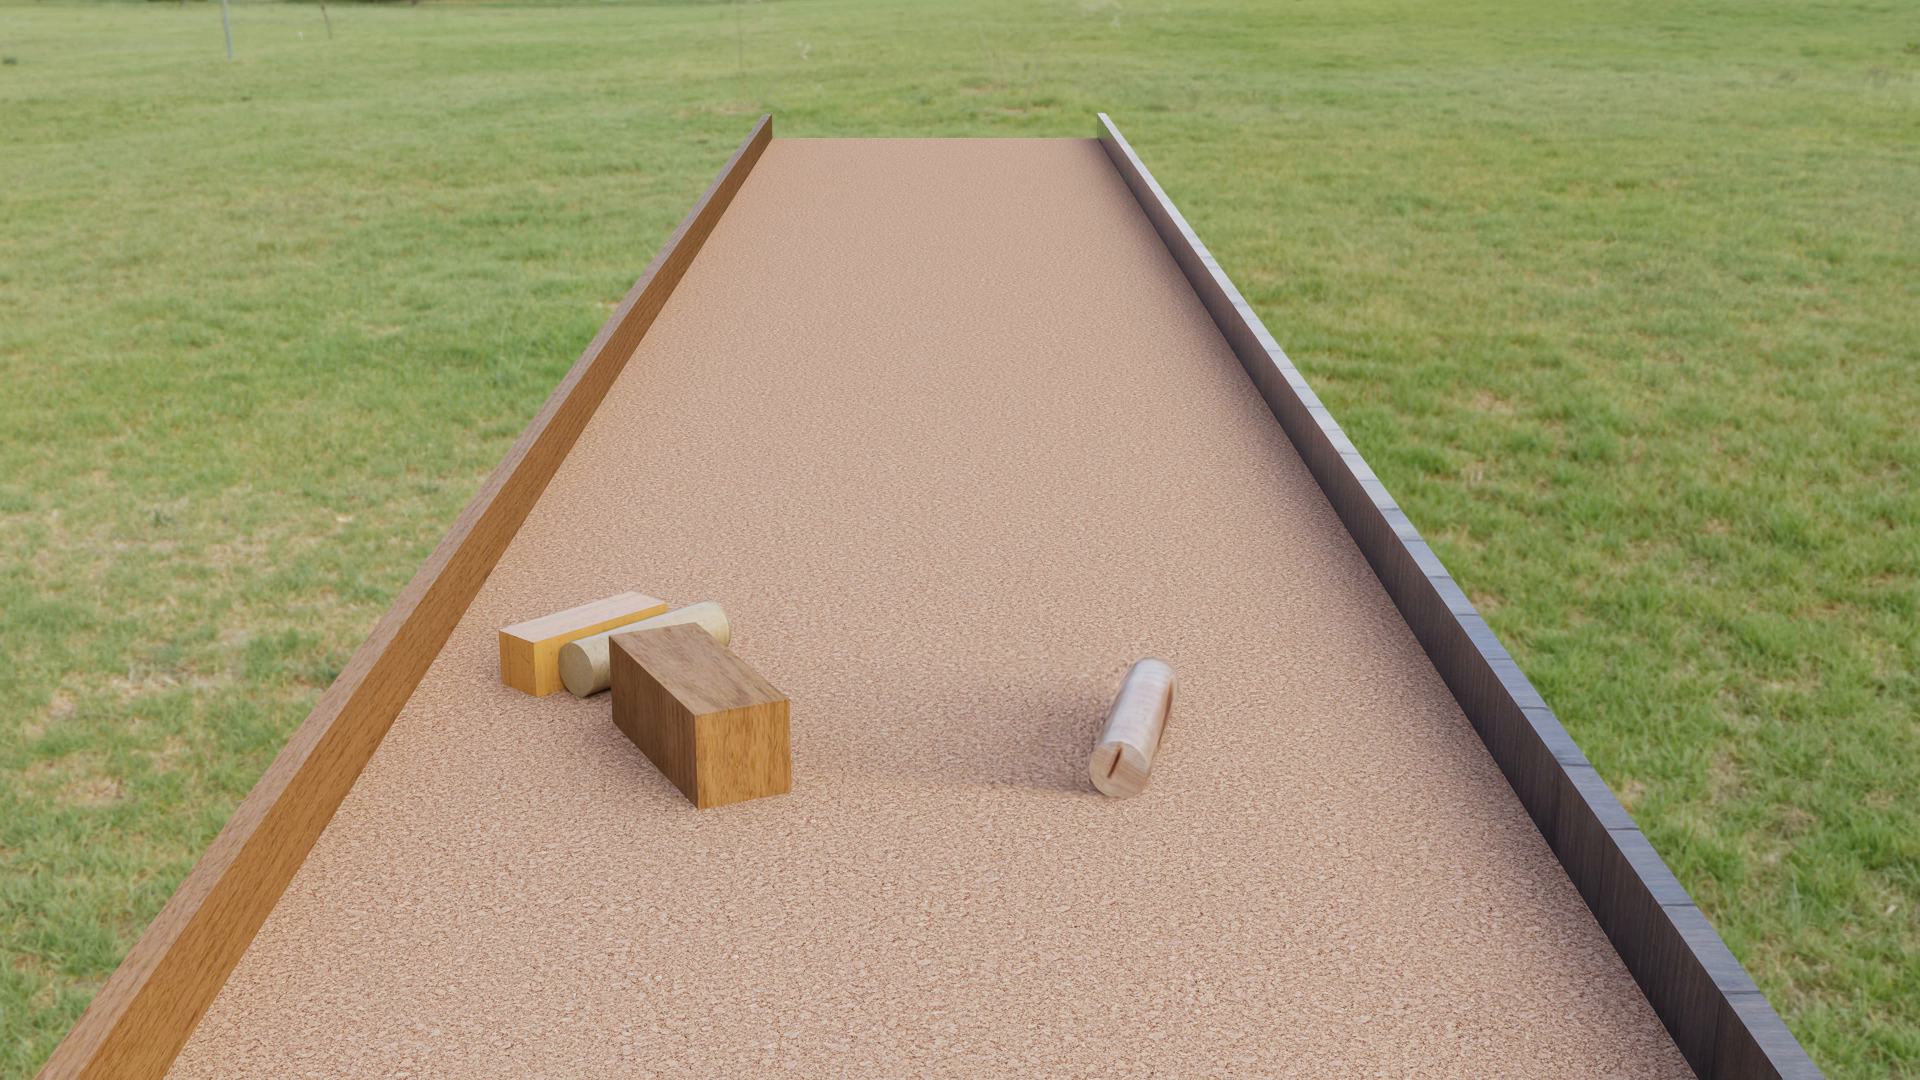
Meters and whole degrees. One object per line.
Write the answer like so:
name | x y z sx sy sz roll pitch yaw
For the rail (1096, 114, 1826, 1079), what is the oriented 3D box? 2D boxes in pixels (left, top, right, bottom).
rail | 0.932 -0.844 7.801 0.050 0.150 12.000 0 17 -1

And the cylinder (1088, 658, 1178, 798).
cylinder | 0.315 0.330 3.939 0.102 0.102 0.434 4 17 12

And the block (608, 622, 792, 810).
block | -0.468 0.304 3.907 0.170 0.170 0.457 -8 18 -26

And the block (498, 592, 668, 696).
block | -0.741 0.203 4.351 0.110 0.110 0.330 15 22 40

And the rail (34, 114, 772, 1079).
rail | -1.118 -0.838 7.780 0.050 0.150 12.000 0 17 -1

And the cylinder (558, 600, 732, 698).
cylinder | -0.617 0.211 4.327 0.108 0.108 0.350 15 22 40
